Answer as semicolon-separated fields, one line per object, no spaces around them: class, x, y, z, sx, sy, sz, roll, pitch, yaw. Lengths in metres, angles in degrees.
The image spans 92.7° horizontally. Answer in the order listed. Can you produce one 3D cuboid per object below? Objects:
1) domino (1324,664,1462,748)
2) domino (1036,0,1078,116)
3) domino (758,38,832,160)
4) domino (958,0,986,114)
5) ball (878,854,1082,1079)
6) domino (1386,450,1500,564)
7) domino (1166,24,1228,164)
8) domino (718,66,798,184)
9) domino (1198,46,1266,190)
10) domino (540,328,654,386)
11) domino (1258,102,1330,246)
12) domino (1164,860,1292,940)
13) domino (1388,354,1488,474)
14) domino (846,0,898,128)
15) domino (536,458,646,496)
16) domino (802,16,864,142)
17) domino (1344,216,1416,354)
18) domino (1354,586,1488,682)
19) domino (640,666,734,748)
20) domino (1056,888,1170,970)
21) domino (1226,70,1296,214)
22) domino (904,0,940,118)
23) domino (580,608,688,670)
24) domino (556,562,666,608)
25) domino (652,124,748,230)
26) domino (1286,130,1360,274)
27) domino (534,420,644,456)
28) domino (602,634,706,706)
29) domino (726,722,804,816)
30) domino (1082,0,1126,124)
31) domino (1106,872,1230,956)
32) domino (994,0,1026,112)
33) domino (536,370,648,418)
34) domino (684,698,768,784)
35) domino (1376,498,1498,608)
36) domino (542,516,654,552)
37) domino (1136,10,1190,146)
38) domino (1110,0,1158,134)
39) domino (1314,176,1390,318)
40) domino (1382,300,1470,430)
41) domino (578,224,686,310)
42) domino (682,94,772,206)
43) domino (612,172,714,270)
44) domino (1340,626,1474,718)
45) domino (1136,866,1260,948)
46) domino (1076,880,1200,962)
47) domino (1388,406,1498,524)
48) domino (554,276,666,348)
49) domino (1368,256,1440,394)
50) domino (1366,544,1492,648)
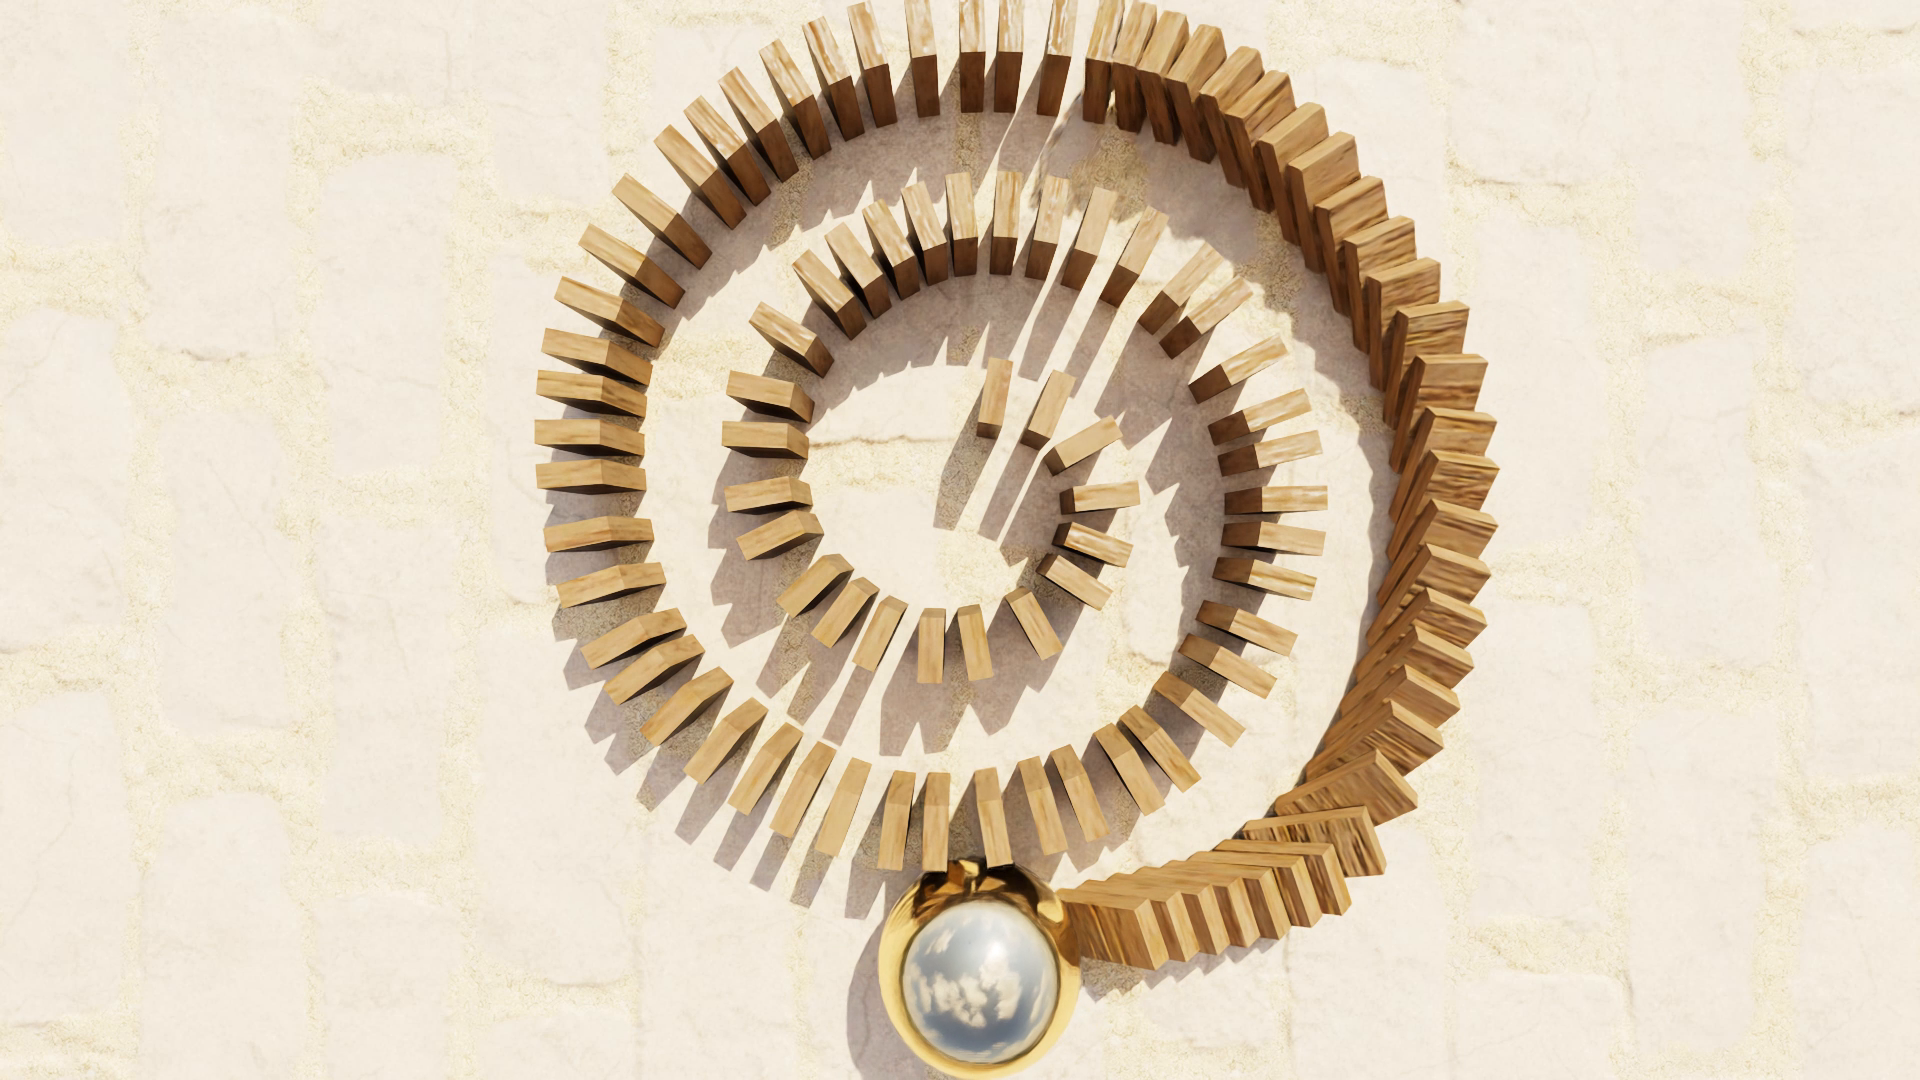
domino;0.179;0.076;0.381;0.025;0.010;0.050;29;126;-2
domino;0.040;-0.198;0.375;0.009;0.050;0.025;7;90;0
domino;-0.067;-0.179;0.375;0.010;0.050;0.025;-32;90;0
domino;0.005;-0.199;0.375;0.009;0.050;0.025;-2;90;0
ball;0.008;0.166;0.360;0.080;0.080;0.080;0;90;0
domino;0.200;-0.012;0.382;0.025;0.009;0.050;8;122;-1
domino;0.101;-0.182;0.376;0.009;0.050;0.025;32;90;30
domino;-0.081;-0.168;0.375;0.009;0.050;0.025;-38;90;0
domino;0.116;-0.173;0.378;0.025;0.050;0.010;-48;51;0
domino;-0.147;-0.074;0.375;0.025;0.050;0.009;11;90;0
domino;0.142;-0.151;0.380;0.025;0.010;0.050;-38;132;0
domino;0.108;0.147;0.378;0.009;0.050;0.025;-19;90;-40
domino;0.199;-0.052;0.383;0.025;0.010;0.050;-1;122;0
domino;-0.035;-0.193;0.375;0.010;0.050;0.025;-16;90;0
domino;-0.149;-0.025;0.375;0.025;0.050;0.009;-4;90;0
domino;-0.051;-0.187;0.375;0.010;0.050;0.025;-25;90;0
domino;0.176;-0.106;0.382;0.025;0.009;0.050;-23;124;0
domino;0.191;0.045;0.381;0.025;0.009;0.050;23;126;-1
domino;-0.111;0.067;0.375;0.009;0.050;0.025;45;90;0
domino;0.060;0.160;0.378;0.009;0.050;0.025;-19;90;-40
domino;0.128;-0.163;0.378;0.025;0.050;0.010;-44;48;0
domino;-0.015;-0.197;0.375;0.009;0.050;0.025;-8;90;0
domino;-0.132;0.040;0.375;0.025;0.050;0.009;-29;90;0
domino;-0.141;0.018;0.375;0.025;0.050;0.009;-18;90;0
domino;-0.105;-0.147;0.375;0.025;0.050;0.010;44;90;0
domino;0.153;-0.139;0.380;0.025;0.010;0.050;-32;131;0
domino;-0.150;-0.041;0.375;0.025;0.050;0.010;0;90;0
domino;-0.124;0.052;0.375;0.025;0.050;0.009;-37;90;0
domino;-0.079;0.092;0.375;0.010;0.050;0.025;32;90;0
domino;0.058;-0.195;0.375;0.009;0.050;0.025;14;90;6
domino;0.084;0.153;0.378;0.009;0.050;0.025;-19;91;-40
domino;0.020;-0.199;0.375;0.010;0.050;0.025;2;90;0
domino;-0.149;-0.059;0.375;0.025;0.050;0.010;6;90;0
domino;-0.095;0.081;0.375;0.010;0.050;0.025;38;90;0
domino;0.198;0.009;0.383;0.025;0.010;0.050;15;121;0
domino;-0.146;-0.002;0.375;0.025;0.050;0.010;-11;90;0
domino;0.086;-0.188;0.375;0.009;0.050;0.025;24;90;22
domino;0.072;-0.192;0.375;0.009;0.050;0.025;20;90;14
domino;0.166;-0.122;0.382;0.025;0.010;0.050;-29;125;0
domino;0.194;-0.072;0.382;0.025;0.009;0.050;-9;123;-1
domino;-0.133;-0.111;0.375;0.025;0.050;0.009;30;90;0
domino;-0.094;-0.158;0.375;0.010;0.050;0.025;-42;90;0
domino;-0.121;-0.129;0.375;0.025;0.050;0.010;38;90;0
domino;0.185;0.061;0.381;0.025;0.010;0.050;26;126;-1
domino;0.096;0.150;0.378;0.009;0.050;0.025;-18;90;-40
domino;0.072;0.156;0.378;0.010;0.050;0.025;-19;91;-40
domino;0.201;-0.029;0.384;0.025;0.009;0.050;6;120;0
domino;-0.142;-0.092;0.375;0.025;0.050;0.009;21;90;0
domino;0.185;-0.089;0.382;0.025;0.010;0.050;-18;123;0
domino;0.194;0.027;0.383;0.025;0.010;0.050;18;123;0
